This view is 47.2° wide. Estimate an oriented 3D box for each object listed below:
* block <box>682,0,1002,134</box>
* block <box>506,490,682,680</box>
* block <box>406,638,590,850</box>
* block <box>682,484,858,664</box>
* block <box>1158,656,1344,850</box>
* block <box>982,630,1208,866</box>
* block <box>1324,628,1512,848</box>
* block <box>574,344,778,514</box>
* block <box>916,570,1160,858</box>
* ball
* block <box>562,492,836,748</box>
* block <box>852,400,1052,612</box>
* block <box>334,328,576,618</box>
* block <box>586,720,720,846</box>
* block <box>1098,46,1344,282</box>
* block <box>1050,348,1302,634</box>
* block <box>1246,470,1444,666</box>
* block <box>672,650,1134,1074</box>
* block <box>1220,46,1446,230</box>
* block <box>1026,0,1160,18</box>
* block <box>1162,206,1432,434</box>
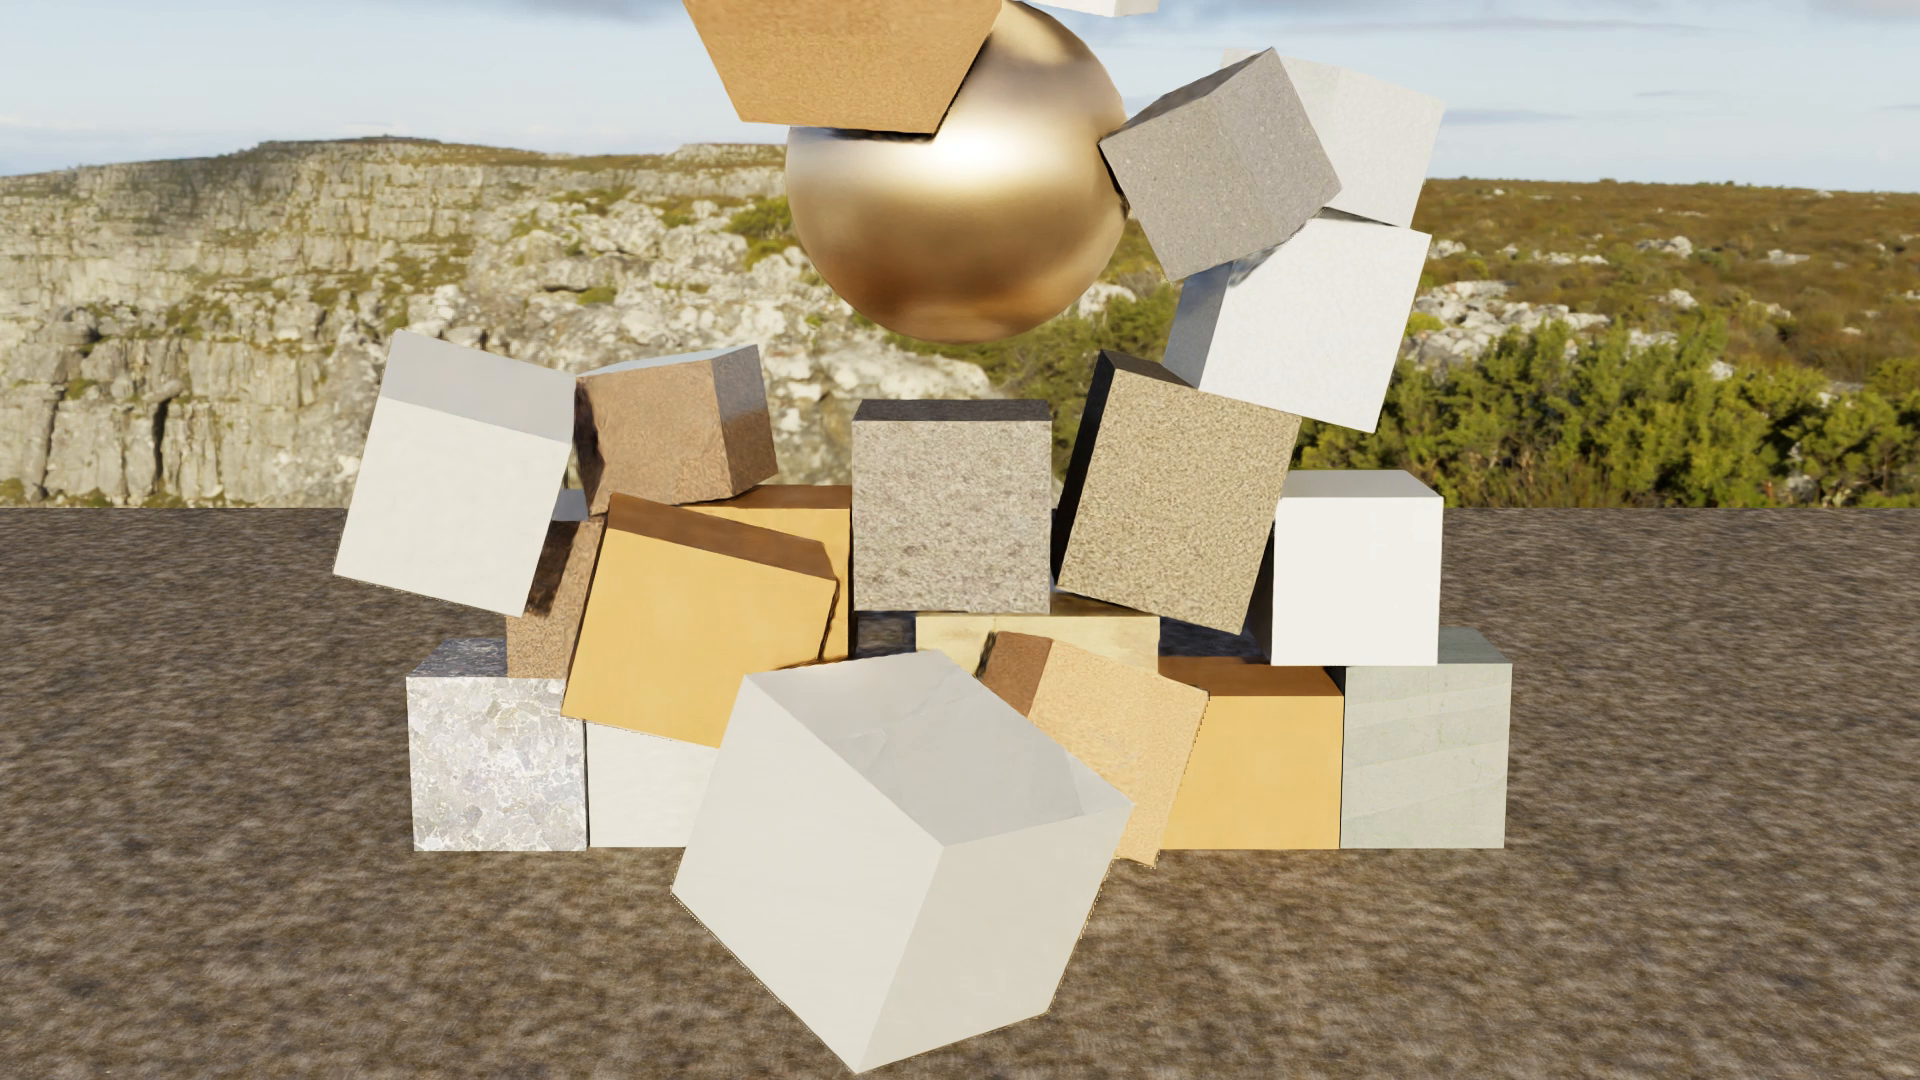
[{"bbox_3d":[-0.491,-2.268,9.102,0.937,0.784,0.779,9,57,27],"label":"block"},{"bbox_3d":[-1.797,0.214,11.213,0.832,0.792,0.935,1,11,1],"label":"block"},{"bbox_3d":[-2.301,1.040,11.354,0.861,0.892,0.865,0,10,0],"label":"block"},{"bbox_3d":[-0.953,0.197,11.205,0.822,0.854,0.759,1,10,1],"label":"block"},{"bbox_3d":[1.439,1.087,11.382,0.925,0.789,0.850,0,10,0],"label":"block"},{"bbox_3d":[0.488,0.879,9.481,0.720,0.760,0.795,20,-5,-15],"label":"block"},{"bbox_3d":[2.322,1.006,11.374,0.820,0.952,0.834,0,10,0],"label":"block"},{"bbox_3d":[-1.440,-0.569,11.103,0.759,0.680,0.773,-6,9,13],"label":"block"},{"bbox_3d":[0.378,0.869,11.352,1.177,1.228,1.171,0,10,0],"label":"block"},{"bbox_3d":[0.000,-1.689,10.043,1.600,1.600,1.600,0,10,0],"label":"ball"},{"bbox_3d":[-1.196,0.383,10.024,1.021,0.852,0.883,14,9,-10],"label":"block"},{"bbox_3d":[-0.034,-0.193,11.136,0.963,0.938,0.916,0,10,1],"label":"block"},{"bbox_3d":[-2.293,-0.313,10.044,0.845,0.883,0.823,14,23,-15],"label":"block"},{"bbox_3d":[-1.464,1.045,11.370,0.793,0.877,0.772,0,10,0],"label":"block"},{"bbox_3d":[1.133,-1.622,9.530,0.632,0.689,0.569,-15,19,45],"label":"block"},{"bbox_3d":[1.051,-0.270,11.116,0.929,1.106,1.044,14,10,-3],"label":"block"},{"bbox_3d":[1.941,0.125,11.216,0.815,0.838,0.912,0,10,0],"label":"block"},{"bbox_3d":[-0.205,1.047,7.469,0.931,0.878,1.009,-5,32,-47],"label":"block"},{"bbox_3d":[1.702,-1.917,10.474,0.744,0.614,0.774,6,13,-39],"label":"block"},{"bbox_3d":[0.564,-2.701,9.844,0.581,0.589,0.665,15,20,18],"label":"block"},{"bbox_3d":[1.646,-1.178,10.935,0.895,0.983,0.931,13,10,-8],"label":"block"}]
